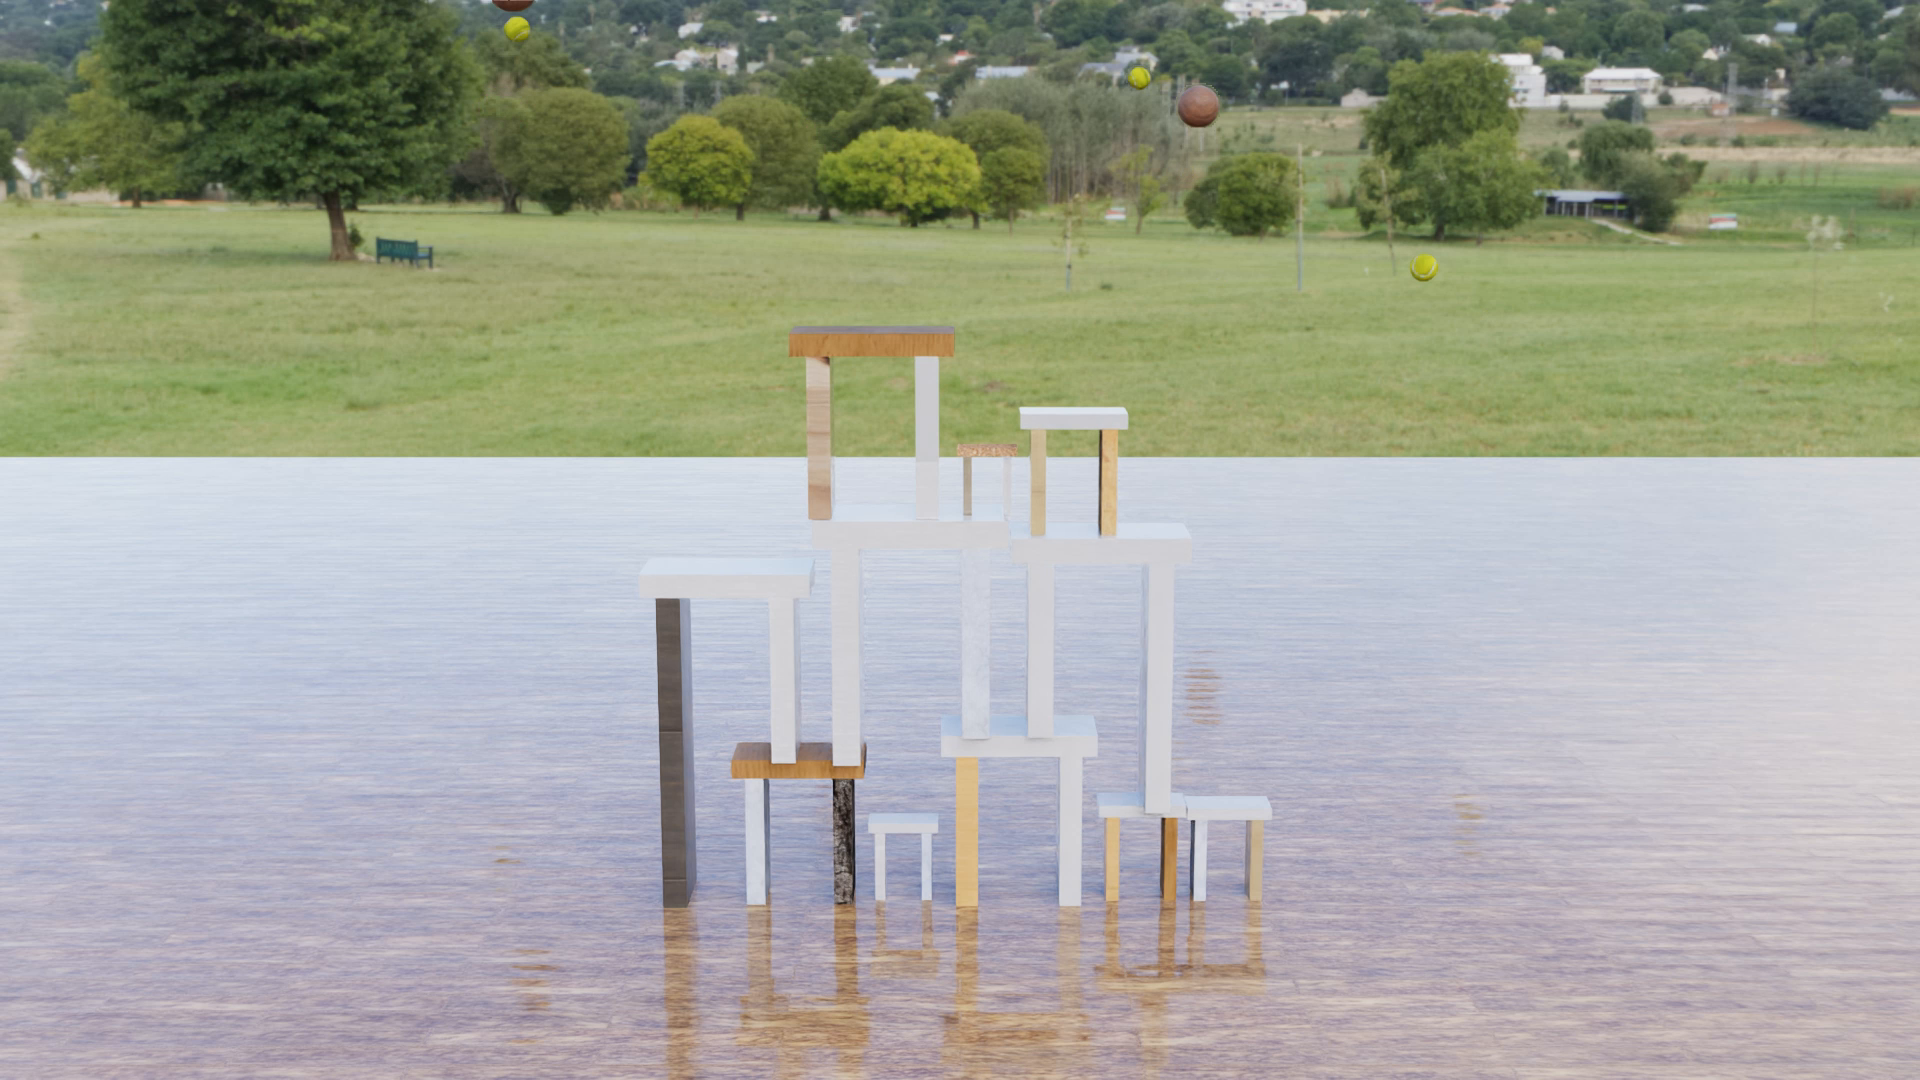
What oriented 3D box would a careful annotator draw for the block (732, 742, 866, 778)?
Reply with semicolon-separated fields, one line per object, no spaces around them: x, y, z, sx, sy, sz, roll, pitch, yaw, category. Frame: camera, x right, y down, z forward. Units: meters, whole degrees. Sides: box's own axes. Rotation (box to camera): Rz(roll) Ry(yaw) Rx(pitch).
-0.264;0.363;3.628;0.215;0.030;0.108;0;11;0;block

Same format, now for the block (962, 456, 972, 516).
0.012;-0.091;3.539;0.014;0.095;0.048;0;11;0;block

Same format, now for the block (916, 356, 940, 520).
-0.052;-0.172;3.528;0.037;0.258;0.129;0;11;0;block

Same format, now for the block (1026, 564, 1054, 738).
0.129;0.165;3.585;0.041;0.286;0.143;0;11;0;block

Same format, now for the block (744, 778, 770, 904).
-0.335;0.484;3.651;0.030;0.215;0.108;0;11;0;block

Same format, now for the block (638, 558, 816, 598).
-0.376;0.062;3.570;0.273;0.039;0.136;0;11;0;block

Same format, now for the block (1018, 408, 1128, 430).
0.181;-0.195;3.519;0.170;0.024;0.085;0;10;0;block

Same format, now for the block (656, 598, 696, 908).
-0.467;0.335;3.622;0.039;0.518;0.136;0;11;0;block

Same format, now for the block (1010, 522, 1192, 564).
0.224;0.005;3.555;0.286;0.041;0.143;0;11;0;block

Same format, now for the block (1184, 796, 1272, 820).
0.443;0.444;3.643;0.139;0.020;0.069;0;11;0;block

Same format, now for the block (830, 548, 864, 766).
-0.183;0.175;3.586;0.044;0.356;0.156;0;11;0;block

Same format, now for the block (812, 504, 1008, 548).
-0.079;-0.022;3.551;0.311;0.044;0.156;0;11;0;block

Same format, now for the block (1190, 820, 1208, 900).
0.396;0.522;3.657;0.020;0.139;0.069;0;11;0;block

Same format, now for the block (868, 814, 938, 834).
-0.093;0.469;3.644;0.115;0.016;0.058;0;11;0;block

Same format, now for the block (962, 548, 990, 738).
0.025;0.153;3.584;0.044;0.311;0.156;0;11;0;block

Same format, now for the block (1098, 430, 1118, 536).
0.238;-0.099;3.537;0.024;0.170;0.085;0;10;0;block

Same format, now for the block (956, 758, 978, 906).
0.012;0.465;3.648;0.036;0.254;0.127;0;11;0;block

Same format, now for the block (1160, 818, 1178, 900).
0.347;0.519;3.658;0.020;0.143;0.072;0;11;0;block

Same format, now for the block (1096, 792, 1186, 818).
0.300;0.439;3.643;0.143;0.020;0.072;0;11;0;block

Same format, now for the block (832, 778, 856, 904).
-0.192;0.484;3.651;0.030;0.215;0.108;0;11;0;block

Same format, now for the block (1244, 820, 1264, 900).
0.489;0.522;3.657;0.020;0.139;0.069;0;11;0;block

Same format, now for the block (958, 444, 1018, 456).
0.043;-0.144;3.529;0.095;0.014;0.048;0;11;0;block

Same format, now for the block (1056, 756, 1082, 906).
0.181;0.465;3.648;0.036;0.254;0.127;0;11;0;block

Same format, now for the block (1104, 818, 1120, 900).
0.252;0.519;3.658;0.020;0.143;0.072;0;11;0;block

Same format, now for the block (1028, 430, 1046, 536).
0.124;-0.099;3.537;0.024;0.170;0.085;0;10;0;block

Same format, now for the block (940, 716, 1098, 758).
0.096;0.322;3.622;0.254;0.036;0.127;0;11;0;block

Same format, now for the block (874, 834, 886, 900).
-0.132;0.534;3.656;0.016;0.115;0.058;0;11;0;block

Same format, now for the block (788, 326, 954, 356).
-0.138;-0.317;3.501;0.258;0.037;0.129;0;11;0;block

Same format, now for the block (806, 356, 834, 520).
-0.223;-0.172;3.528;0.037;0.258;0.129;0;11;-1;block

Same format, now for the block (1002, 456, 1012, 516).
0.075;-0.091;3.539;0.014;0.095;0.048;0;11;0;block

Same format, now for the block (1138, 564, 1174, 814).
0.320;0.227;3.597;0.041;0.413;0.143;0;11;0;block

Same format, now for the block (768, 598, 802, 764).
-0.285;0.215;3.598;0.039;0.273;0.136;0;11;0;block

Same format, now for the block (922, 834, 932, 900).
-0.055;0.534;3.656;0.016;0.115;0.058;0;11;0;block
